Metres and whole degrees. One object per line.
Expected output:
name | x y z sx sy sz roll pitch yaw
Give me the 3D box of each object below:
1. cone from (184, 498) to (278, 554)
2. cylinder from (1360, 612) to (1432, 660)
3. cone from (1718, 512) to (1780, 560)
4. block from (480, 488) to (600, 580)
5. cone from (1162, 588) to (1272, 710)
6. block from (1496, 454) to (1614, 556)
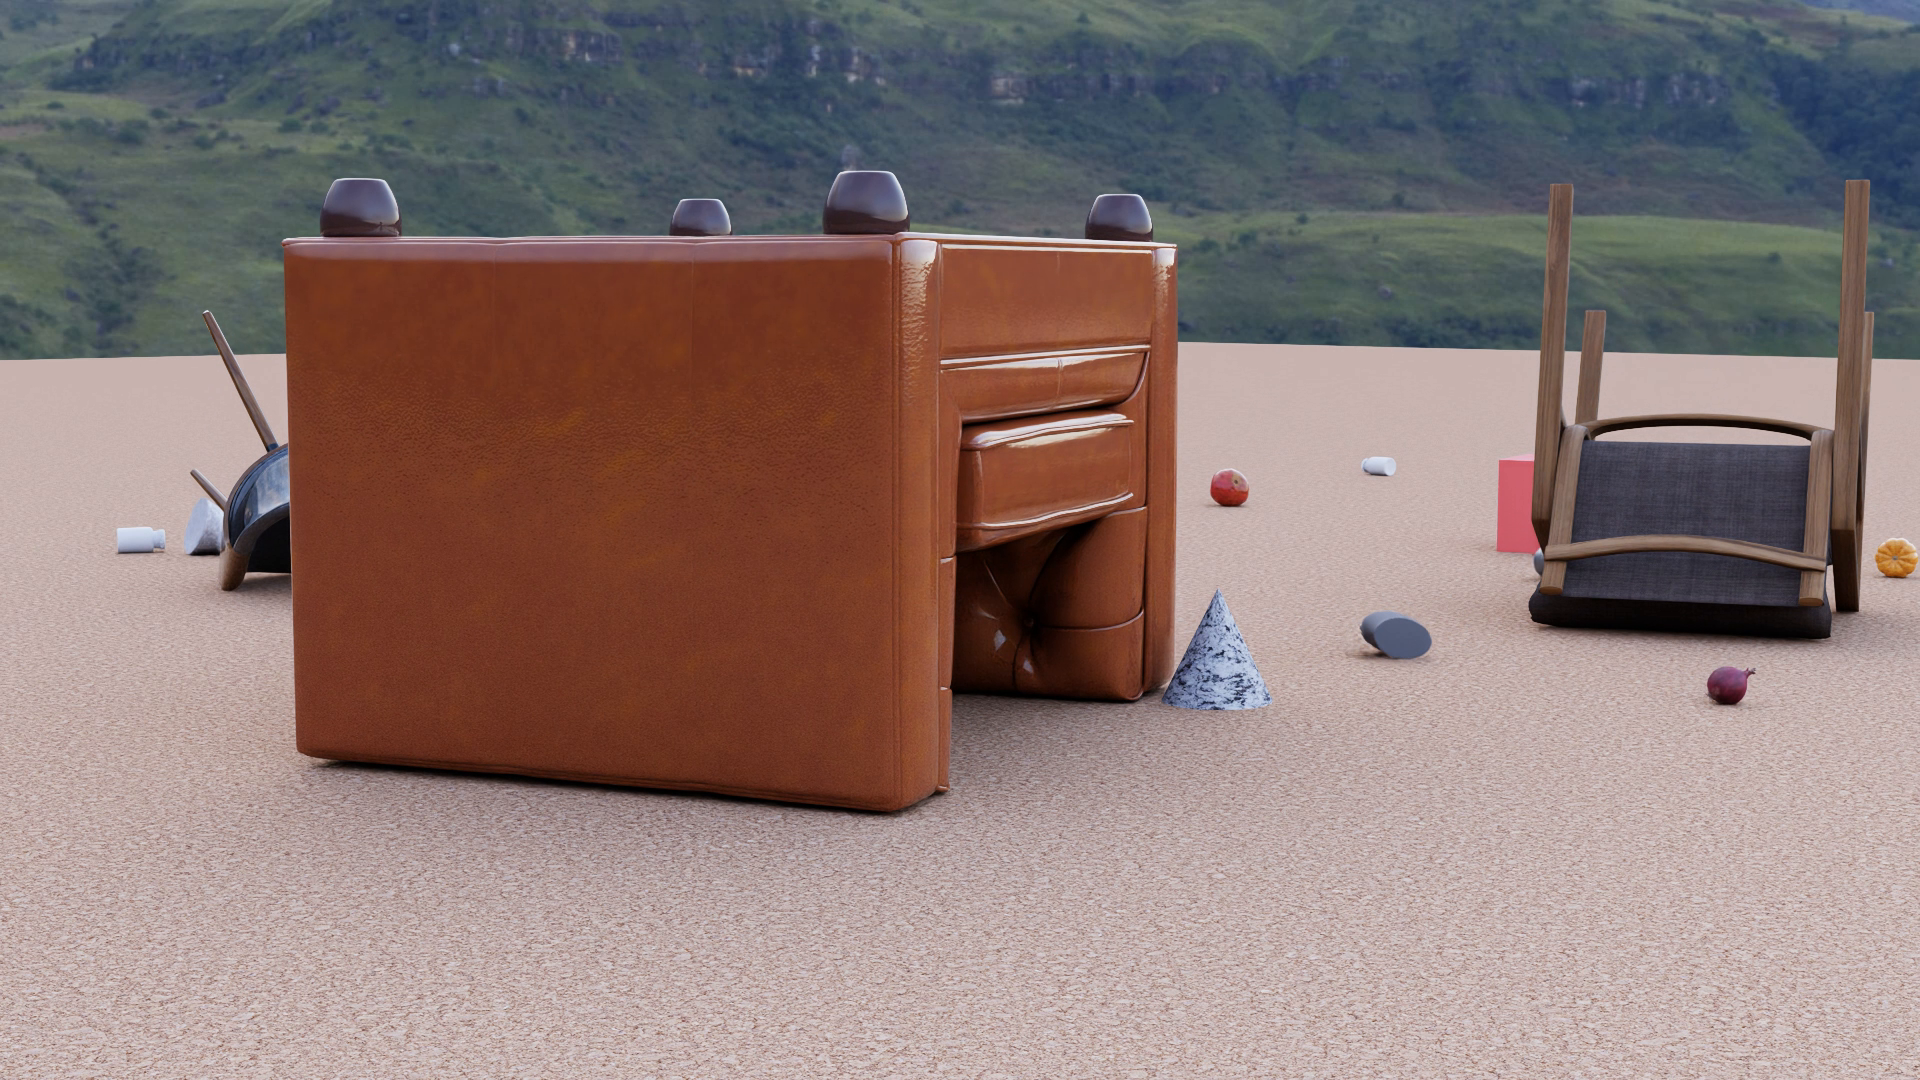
cone | -1.726 -0.004 6.131 0.207 0.139 0.145 18 -23 -31
cylinder | 0.757 0.165 4.460 0.102 0.069 0.093 13 4 -7
cone | 1.887 0.014 6.027 0.154 0.106 0.141 -12 29 -6
block | -0.925 -0.013 5.645 0.238 0.183 0.133 -2 6 -17
cone | 0.400 0.161 3.981 0.171 0.178 0.180 3 7 26
block | 1.436 -0.087 6.187 0.212 0.220 0.235 3 7 29
